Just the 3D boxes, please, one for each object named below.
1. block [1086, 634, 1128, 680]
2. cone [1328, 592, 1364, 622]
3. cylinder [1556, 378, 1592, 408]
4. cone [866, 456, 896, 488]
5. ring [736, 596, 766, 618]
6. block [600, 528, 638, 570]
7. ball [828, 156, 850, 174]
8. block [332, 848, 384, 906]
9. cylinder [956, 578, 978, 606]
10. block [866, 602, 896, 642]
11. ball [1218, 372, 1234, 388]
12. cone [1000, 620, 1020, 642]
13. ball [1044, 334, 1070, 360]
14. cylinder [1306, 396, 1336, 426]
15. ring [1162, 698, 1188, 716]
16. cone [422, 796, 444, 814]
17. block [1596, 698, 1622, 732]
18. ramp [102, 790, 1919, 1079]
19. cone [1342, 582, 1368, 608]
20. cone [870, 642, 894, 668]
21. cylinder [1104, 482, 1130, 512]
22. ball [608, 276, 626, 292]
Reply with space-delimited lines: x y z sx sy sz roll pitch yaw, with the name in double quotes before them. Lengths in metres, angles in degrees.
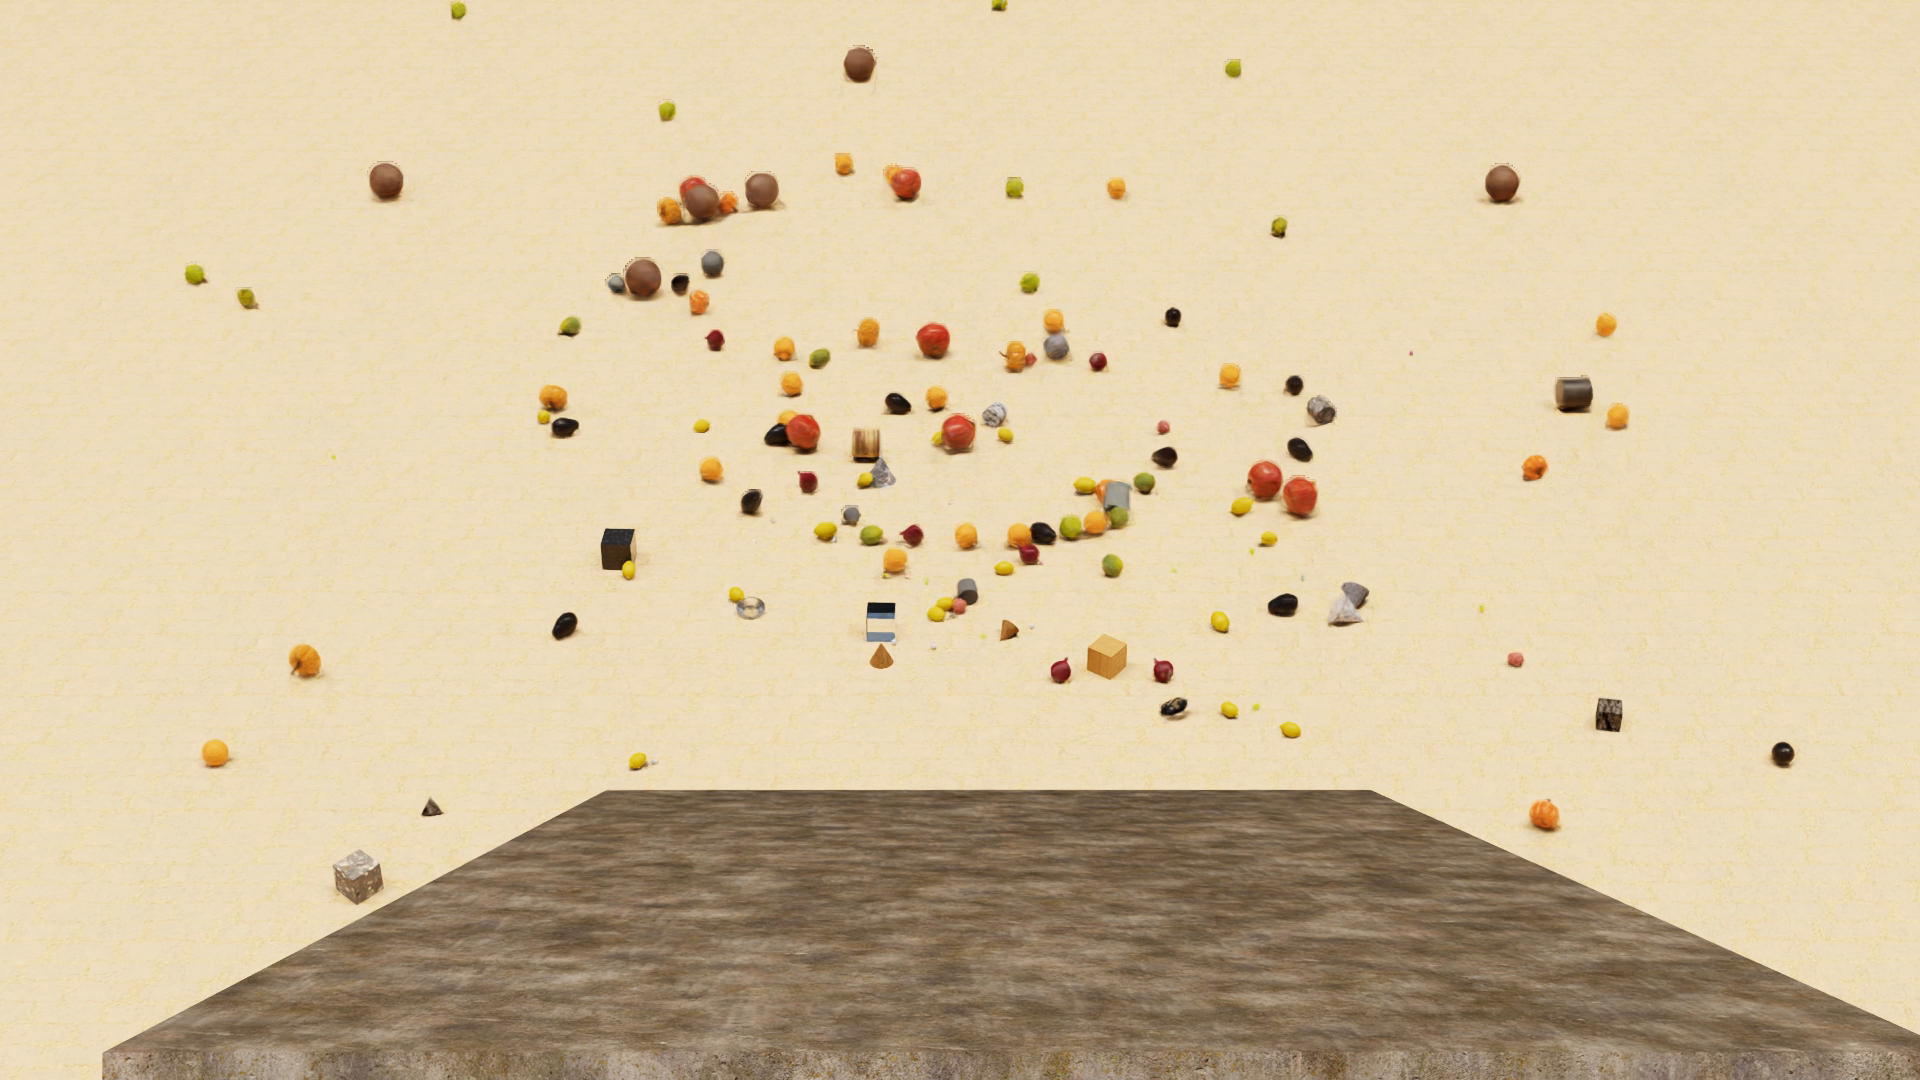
"block" 0.416 0.331 7.347 0.080 0.080 0.080 23 40 30
"cone" 1.137 0.217 7.549 0.096 0.096 0.096 26 34 -8
"cylinder" 2.018 -0.482 8.536 0.096 0.096 0.096 -3 34 -4
"cone" -0.249 -0.226 8.158 0.095 0.095 0.095 0 34 0
"ring" -0.612 0.197 7.591 0.087 0.029 0.087 1 35 -1
"block" -1.023 0.028 7.786 0.090 0.090 0.090 2 34 2
"ball" -0.469 -1.441 10.012 0.086 0.086 0.086 0 34 0
"block" -1.523 0.853 6.570 0.084 0.084 0.084 27 42 34
"cylinder" 0.021 0.153 7.630 0.059 0.059 0.059 -4 34 -6
"block" -0.227 0.237 7.484 0.082 0.082 0.082 1 34 1
"ball" 0.881 -0.533 8.621 0.054 0.054 0.054 0 34 0
"cone" 0.131 0.270 7.484 0.059 0.059 0.059 24 67 31
"ball" 0.326 -0.654 8.798 0.087 0.087 0.087 0 34 0
"cylinder" 1.178 -0.422 8.471 0.070 0.070 0.070 -18 50 -25
"ring" 0.594 0.461 7.181 0.079 0.026 0.079 -20 14 5
"cone" -1.383 0.710 6.837 0.053 0.053 0.053 26 34 -8
"block" 1.785 0.481 7.139 0.064 0.064 0.064 6 34 9
"ramp" 0.075 0.653 4.795 2.000 0.100 4.000 0 -1 0
"cone" 1.149 0.181 7.607 0.083 0.083 0.083 11 64 15
"cone" -0.223 0.319 7.376 0.068 0.068 0.068 0 34 0
"cylinder" 0.484 -0.133 8.006 0.078 0.078 0.078 4 77 6
"ball" -1.216 -0.906 9.194 0.061 0.061 0.061 0 34 0
